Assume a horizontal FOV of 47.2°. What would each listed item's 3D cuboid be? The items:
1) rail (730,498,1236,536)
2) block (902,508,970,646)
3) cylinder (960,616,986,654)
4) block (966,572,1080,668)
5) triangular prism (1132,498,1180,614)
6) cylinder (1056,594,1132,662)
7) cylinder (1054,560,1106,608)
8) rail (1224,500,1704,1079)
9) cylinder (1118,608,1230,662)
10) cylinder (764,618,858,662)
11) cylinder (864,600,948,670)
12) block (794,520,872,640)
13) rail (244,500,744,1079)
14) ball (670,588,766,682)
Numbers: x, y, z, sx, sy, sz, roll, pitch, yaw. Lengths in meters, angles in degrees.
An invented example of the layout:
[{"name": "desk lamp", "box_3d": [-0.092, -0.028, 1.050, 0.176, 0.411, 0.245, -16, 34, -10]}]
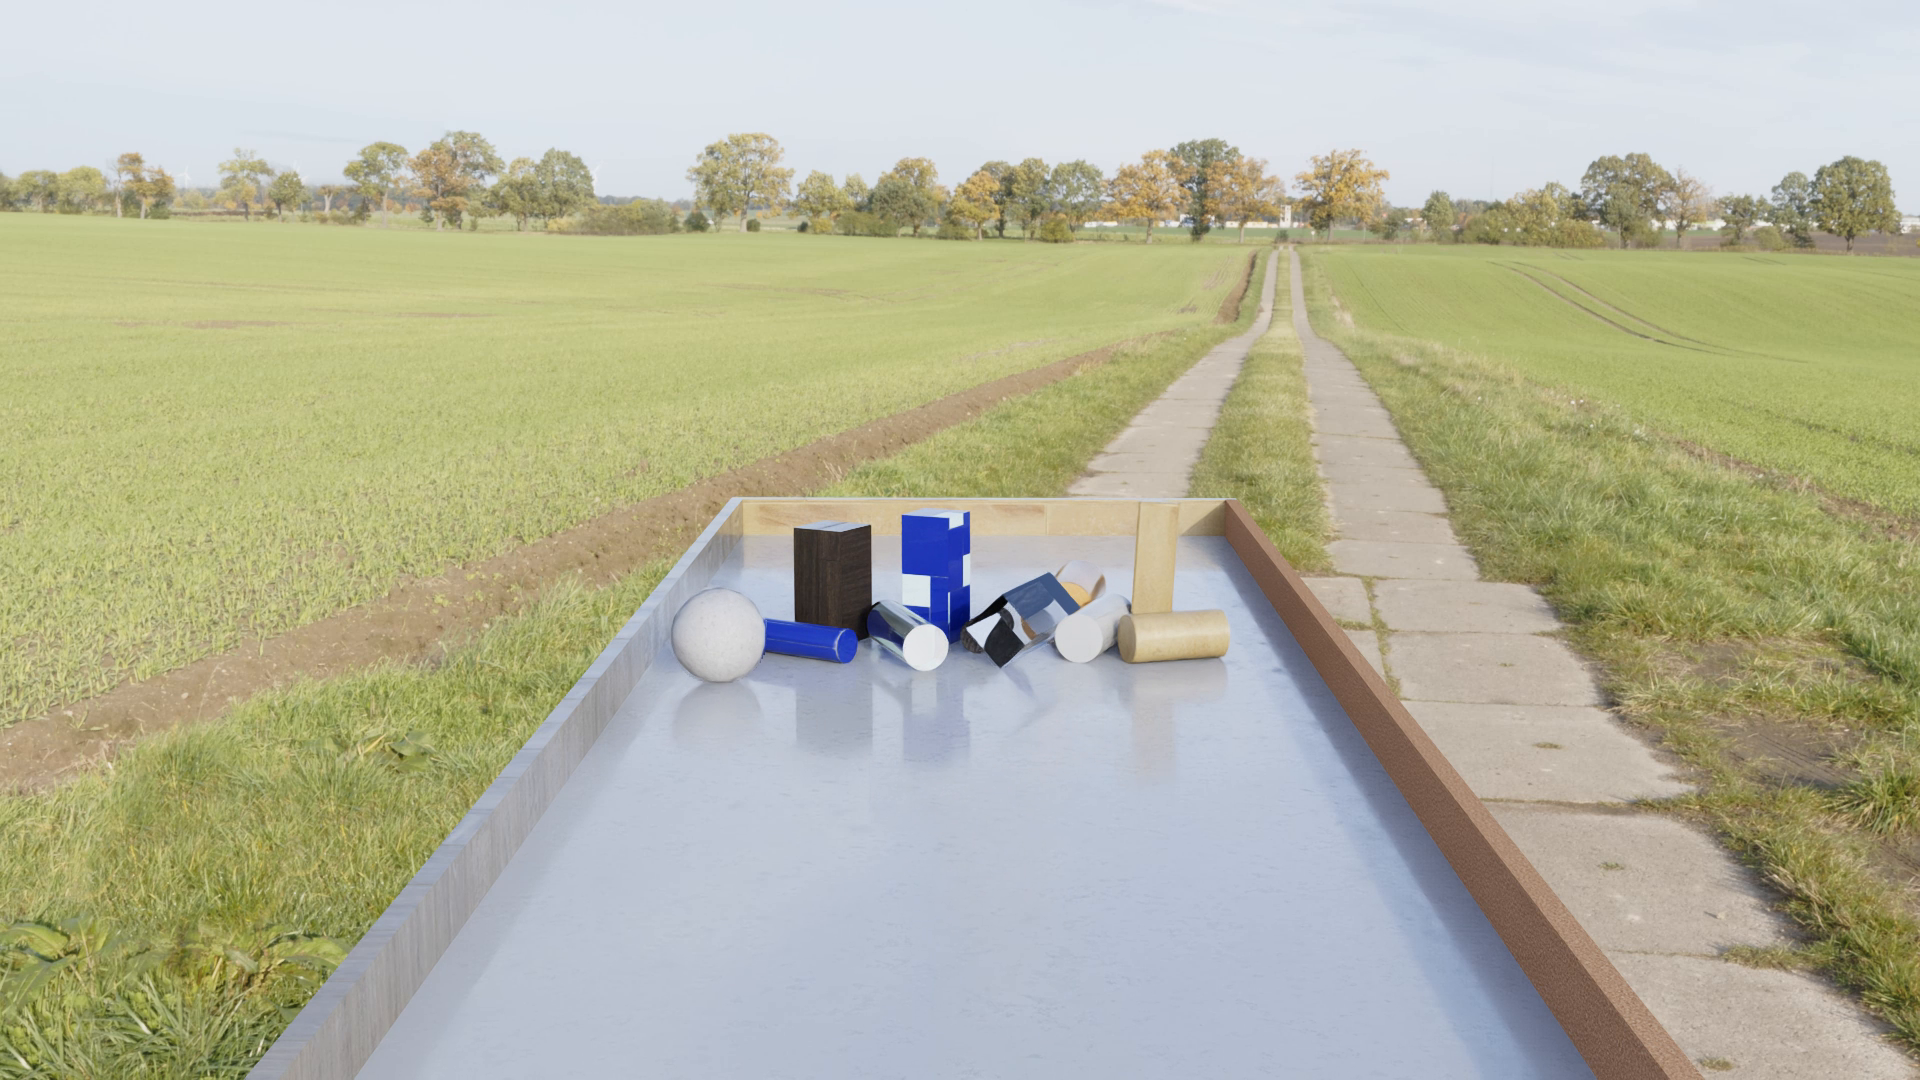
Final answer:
[{"name": "rail", "box_3d": [0.099, -0.098, 9.147, 2.100, 0.150, 0.050, 0, 9, 1]}, {"name": "block", "box_3d": [-0.076, 0.114, 6.993, 0.162, 0.405, 0.162, 4, 10, 25]}, {"name": "cylinder", "box_3d": [0.116, 0.269, 6.967, 0.109, 0.109, 0.387, 3, 10, 19]}, {"name": "block", "box_3d": [0.202, 0.243, 6.752, 0.161, 0.161, 0.425, -44, -9, 22]}, {"name": "triangular prism", "box_3d": [0.596, 0.099, 6.933, 0.131, 0.450, 0.114, 2, 7, -13]}, {"name": "cylinder", "box_3d": [0.423, 0.271, 6.820, 0.151, 0.151, 0.368, 3, 10, 20]}, {"name": "cylinder", "box_3d": [0.372, 0.190, 7.243, 0.179, 0.179, 0.436, 1, 9, 9]}, {"name": "rail", "box_3d": [1.046, 0.843, 3.208, 0.050, 0.150, 12.000, 0, 9, 1]}, {"name": "cylinder", "box_3d": [0.650, 0.291, 6.697, 0.307, 0.148, 0.148, -3, 9, -18]}, {"name": "cylinder", "box_3d": [-0.529, 0.301, 6.779, 0.456, 0.104, 0.104, 6, 11, 34]}, {"name": "cylinder", "box_3d": [-0.168, 0.289, 6.740, 0.141, 0.141, 0.426, -3, 9, -18]}, {"name": "block", "box_3d": [-0.404, 0.135, 6.995, 0.179, 0.364, 0.179, 5, 10, 29]}, {"name": "rail", "box_3d": [-1.004, 0.839, 3.234, 0.050, 0.150, 12.000, 0, 9, 1]}, {"name": "ball", "box_3d": [-0.701, 0.277, 6.385, 0.275, 0.275, 0.275, 0, 9, 0]}]
